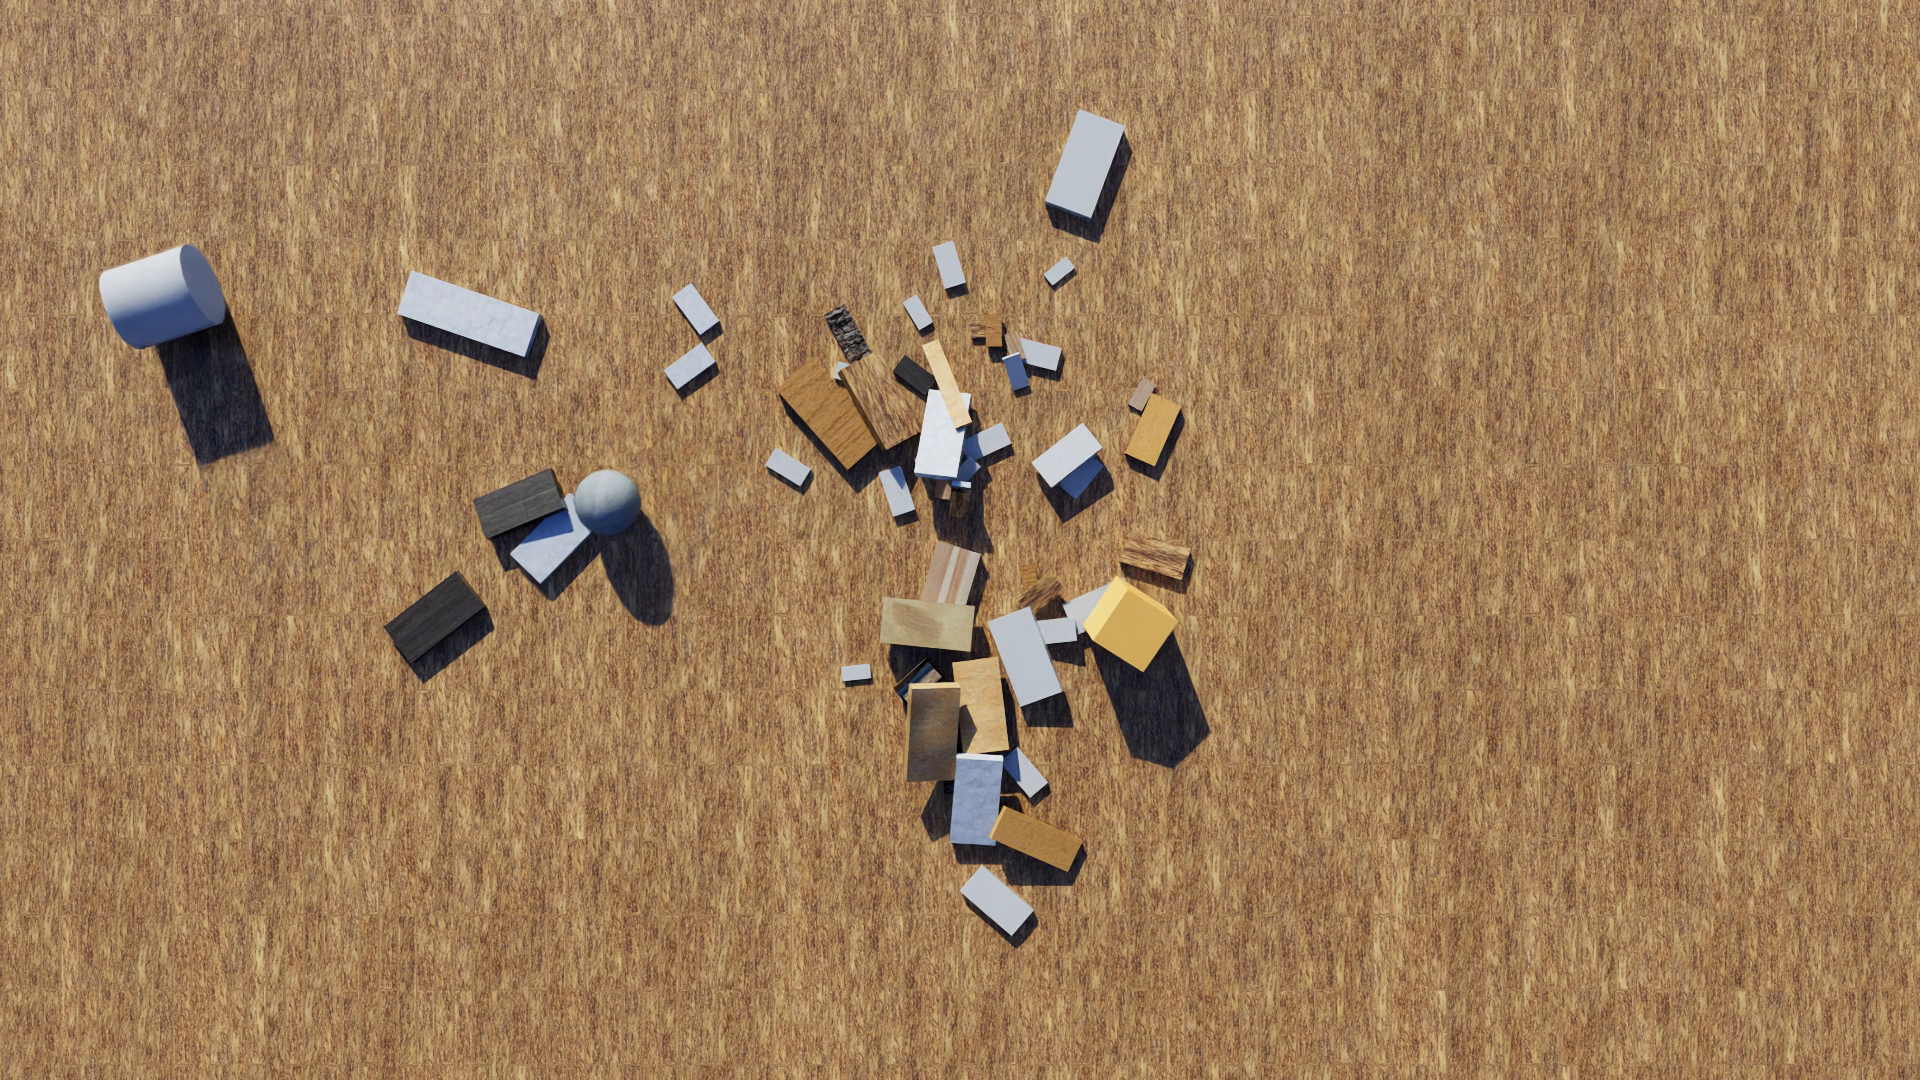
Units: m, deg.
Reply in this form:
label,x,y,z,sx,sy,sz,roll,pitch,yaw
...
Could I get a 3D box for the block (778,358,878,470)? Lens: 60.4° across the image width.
label,x,y,z,sx,sy,sz,roll,pitch,yaw
block,-0.428,-0.418,5.477,0.162,0.046,0.355,-42,90,0

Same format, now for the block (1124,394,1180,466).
label,x,y,z,sx,sy,sz,roll,pitch,yaw
block,0.641,-0.366,5.485,0.107,0.030,0.218,24,90,0

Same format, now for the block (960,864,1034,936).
label,x,y,z,sx,sy,sz,roll,pitch,yaw
block,0.123,1.197,5.484,0.224,0.032,0.112,41,90,0

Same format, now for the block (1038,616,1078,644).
label,x,y,z,sx,sy,sz,roll,pitch,yaw
block,0.308,0.302,5.471,0.156,0.022,0.078,-7,93,12

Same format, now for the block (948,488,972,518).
label,x,y,z,sx,sy,sz,roll,pitch,yaw
block,0.000,-0.121,5.448,0.062,0.123,0.017,9,49,0

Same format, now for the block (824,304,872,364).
label,x,y,z,sx,sy,sz,roll,pitch,yaw
block,-0.372,-0.684,5.489,0.078,0.022,0.189,-29,90,0

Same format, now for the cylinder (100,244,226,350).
label,x,y,z,sx,sy,sz,roll,pitch,yaw
cylinder,-2.590,-0.789,5.366,0.268,0.268,0.268,-18,90,0

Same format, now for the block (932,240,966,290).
label,x,y,z,sx,sy,sz,roll,pitch,yaw
block,-0.037,-0.915,5.490,0.072,0.021,0.145,-17,90,0

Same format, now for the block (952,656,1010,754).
label,x,y,z,sx,sy,sz,roll,pitch,yaw
block,0.068,0.546,5.435,0.152,0.043,0.304,-7,90,1

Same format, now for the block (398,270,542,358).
label,x,y,z,sx,sy,sz,roll,pitch,yaw
block,-1.628,-0.749,5.479,0.445,0.043,0.151,19,90,0

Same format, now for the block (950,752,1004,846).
label,x,y,z,sx,sy,sz,roll,pitch,yaw
block,0.053,0.855,5.435,0.152,0.043,0.304,4,106,-2

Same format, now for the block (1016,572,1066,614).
label,x,y,z,sx,sy,sz,roll,pitch,yaw
block,0.266,0.181,5.466,0.156,0.022,0.078,-41,95,15

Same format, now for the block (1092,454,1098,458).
label,x,y,z,sx,sy,sz,roll,pitch,yaw
block,0.379,-0.290,5.476,0.145,0.021,0.072,-21,80,6

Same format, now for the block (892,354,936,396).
label,x,y,z,sx,sy,sz,roll,pitch,yaw
block,-0.149,-0.548,5.490,0.136,0.019,0.068,36,90,0

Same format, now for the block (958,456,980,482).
label,x,y,z,sx,sy,sz,roll,pitch,yaw
block,0.018,-0.224,5.480,0.050,0.014,0.101,42,105,0

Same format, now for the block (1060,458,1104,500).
label,x,y,z,sx,sy,sz,roll,pitch,yaw
block,0.404,-0.213,5.490,0.072,0.021,0.145,40,90,0

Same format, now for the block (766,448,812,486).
label,x,y,z,sx,sy,sz,roll,pitch,yaw
block,-0.571,-0.243,5.490,0.136,0.019,0.068,31,90,0

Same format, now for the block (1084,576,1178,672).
label,x,y,z,sx,sy,sz,roll,pitch,yaw
block,0.553,0.271,5.373,0.198,0.198,0.198,32,97,-11

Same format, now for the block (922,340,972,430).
label,x,y,z,sx,sy,sz,roll,pitch,yaw
block,-0.043,-0.515,5.445,0.058,0.016,0.317,-22,73,0

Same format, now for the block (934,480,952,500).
label,x,y,z,sx,sy,sz,roll,pitch,yaw
block,-0.055,-0.167,5.437,0.017,0.123,0.062,6,93,-17

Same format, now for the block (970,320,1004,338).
label,x,y,z,sx,sy,sz,roll,pitch,yaw
block,0.089,-0.702,5.492,0.107,0.015,0.054,-4,90,0

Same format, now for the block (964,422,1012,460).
label,x,y,z,sx,sy,sz,roll,pitch,yaw
block,0.085,-0.324,5.489,0.154,0.022,0.077,-25,90,0

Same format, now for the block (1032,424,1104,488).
label,x,y,z,sx,sy,sz,roll,pitch,yaw
block,0.355,-0.278,5.452,0.213,0.030,0.107,-38,78,2

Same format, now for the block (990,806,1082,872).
label,x,y,z,sx,sy,sz,roll,pitch,yaw
block,0.251,0.987,5.450,0.292,0.032,0.112,26,90,-14

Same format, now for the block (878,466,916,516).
label,x,y,z,sx,sy,sz,roll,pitch,yaw
block,-0.209,-0.162,5.489,0.077,0.022,0.154,-19,90,0

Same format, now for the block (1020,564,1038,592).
label,x,y,z,sx,sy,sz,roll,pitch,yaw
block,0.232,0.132,5.493,0.050,0.014,0.101,-10,90,0

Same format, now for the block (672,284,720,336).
label,x,y,z,sx,sy,sz,roll,pitch,yaw
block,-0.878,-0.767,5.489,0.078,0.022,0.157,-37,90,0

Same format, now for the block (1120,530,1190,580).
label,x,y,z,sx,sy,sz,roll,pitch,yaw
block,0.648,0.051,5.485,0.213,0.030,0.107,17,90,0

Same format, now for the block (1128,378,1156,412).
label,x,y,z,sx,sy,sz,roll,pitch,yaw
block,0.606,-0.484,5.493,0.050,0.014,0.101,28,90,0

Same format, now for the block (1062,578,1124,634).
label,x,y,z,sx,sy,sz,roll,pitch,yaw
block,0.464,0.220,5.484,0.224,0.032,0.112,-24,90,0

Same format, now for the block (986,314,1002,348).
label,x,y,z,sx,sy,sz,roll,pitch,yaw
block,0.112,-0.696,5.477,0.054,0.015,0.107,-1,90,0

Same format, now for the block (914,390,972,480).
label,x,y,z,sx,sy,sz,roll,pitch,yaw
block,-0.055,-0.345,5.427,0.141,0.040,0.296,7,72,9

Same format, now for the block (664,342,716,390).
label,x,y,z,sx,sy,sz,roll,pitch,yaw
block,-0.899,-0.578,5.489,0.157,0.022,0.078,-36,90,0

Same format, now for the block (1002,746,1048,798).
label,x,y,z,sx,sy,sz,roll,pitch,yaw
block,0.212,0.772,5.489,0.078,0.022,0.156,-41,90,0

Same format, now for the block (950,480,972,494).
label,x,y,z,sx,sy,sz,roll,pitch,yaw
block,0.002,-0.170,5.438,0.062,0.123,0.017,8,78,0

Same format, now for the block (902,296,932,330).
label,x,y,z,sx,sy,sz,roll,pitch,yaw
block,-0.140,-0.757,5.492,0.054,0.015,0.107,-31,90,0

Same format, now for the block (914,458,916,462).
label,x,y,z,sx,sy,sz,roll,pitch,yaw
block,-0.083,-0.279,5.466,0.136,0.068,0.019,-18,90,0

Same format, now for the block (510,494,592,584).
label,x,y,z,sx,sy,sz,roll,pitch,yaw
block,-1.342,-0.005,5.480,0.141,0.040,0.282,44,90,0

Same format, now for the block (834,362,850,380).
label,x,y,z,sx,sy,sz,roll,pitch,yaw
block,-0.357,-0.551,5.492,0.115,0.016,0.058,16,90,0

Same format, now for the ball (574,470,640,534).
label,x,y,z,sx,sy,sz,roll,pitch,yaw
ball,-1.151,-0.123,5.386,0.214,0.214,0.214,0,90,0

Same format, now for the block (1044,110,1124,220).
label,x,y,z,sx,sy,sz,roll,pitch,yaw
block,0.414,-1.245,5.477,0.162,0.046,0.324,20,90,0

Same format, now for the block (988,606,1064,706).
label,x,y,z,sx,sy,sz,roll,pitch,yaw
block,0.218,0.384,5.463,0.150,0.042,0.300,-21,90,12

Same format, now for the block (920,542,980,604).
label,x,y,z,sx,sy,sz,roll,pitch,yaw
block,-0.045,0.168,5.479,0.150,0.042,0.300,17,90,0

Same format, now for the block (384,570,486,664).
label,x,y,z,sx,sy,sz,roll,pitch,yaw
block,-1.743,0.255,5.479,0.302,0.043,0.151,-38,90,0

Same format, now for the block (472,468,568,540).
label,x,y,z,sx,sy,sz,roll,pitch,yaw
block,-1.456,-0.117,5.457,0.282,0.040,0.141,-22,80,4

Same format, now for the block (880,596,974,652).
label,x,y,z,sx,sy,sz,roll,pitch,yaw
block,-0.108,0.277,5.436,0.300,0.042,0.150,6,90,0

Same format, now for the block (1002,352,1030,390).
label,x,y,z,sx,sy,sz,roll,pitch,yaw
block,0.186,-0.559,5.470,0.058,0.016,0.115,-19,113,1

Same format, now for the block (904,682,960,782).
label,x,y,z,sx,sy,sz,roll,pitch,yaw
block,-0.091,0.626,5.372,0.162,0.046,0.324,0,106,-15

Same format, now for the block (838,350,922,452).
label,x,y,z,sx,sy,sz,roll,pitch,yaw
block,-0.262,-0.458,5.451,0.151,0.043,0.302,-30,90,-22

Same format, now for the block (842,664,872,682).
label,x,y,z,sx,sy,sz,roll,pitch,yaw
block,-0.345,0.441,5.493,0.095,0.014,0.048,-6,90,0

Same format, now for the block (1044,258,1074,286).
label,x,y,z,sx,sy,sz,roll,pitch,yaw
block,0.330,-0.895,5.493,0.095,0.014,0.048,-39,90,0

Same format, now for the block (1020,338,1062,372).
label,x,y,z,sx,sy,sz,roll,pitch,yaw
block,0.254,-0.618,5.489,0.154,0.022,0.077,14,90,0

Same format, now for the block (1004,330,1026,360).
label,x,y,z,sx,sy,sz,roll,pitch,yaw
block,0.182,-0.641,5.471,0.048,0.014,0.095,-17,90,0

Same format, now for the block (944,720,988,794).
label,x,y,z,sx,sy,sz,roll,pitch,yaw
block,0.014,0.685,5.478,0.152,0.043,0.304,-3,90,0

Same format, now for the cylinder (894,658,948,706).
label,x,y,z,sx,sy,sz,roll,pitch,yaw
cylinder,-0.117,0.489,5.428,0.145,0.145,0.145,-42,90,0
